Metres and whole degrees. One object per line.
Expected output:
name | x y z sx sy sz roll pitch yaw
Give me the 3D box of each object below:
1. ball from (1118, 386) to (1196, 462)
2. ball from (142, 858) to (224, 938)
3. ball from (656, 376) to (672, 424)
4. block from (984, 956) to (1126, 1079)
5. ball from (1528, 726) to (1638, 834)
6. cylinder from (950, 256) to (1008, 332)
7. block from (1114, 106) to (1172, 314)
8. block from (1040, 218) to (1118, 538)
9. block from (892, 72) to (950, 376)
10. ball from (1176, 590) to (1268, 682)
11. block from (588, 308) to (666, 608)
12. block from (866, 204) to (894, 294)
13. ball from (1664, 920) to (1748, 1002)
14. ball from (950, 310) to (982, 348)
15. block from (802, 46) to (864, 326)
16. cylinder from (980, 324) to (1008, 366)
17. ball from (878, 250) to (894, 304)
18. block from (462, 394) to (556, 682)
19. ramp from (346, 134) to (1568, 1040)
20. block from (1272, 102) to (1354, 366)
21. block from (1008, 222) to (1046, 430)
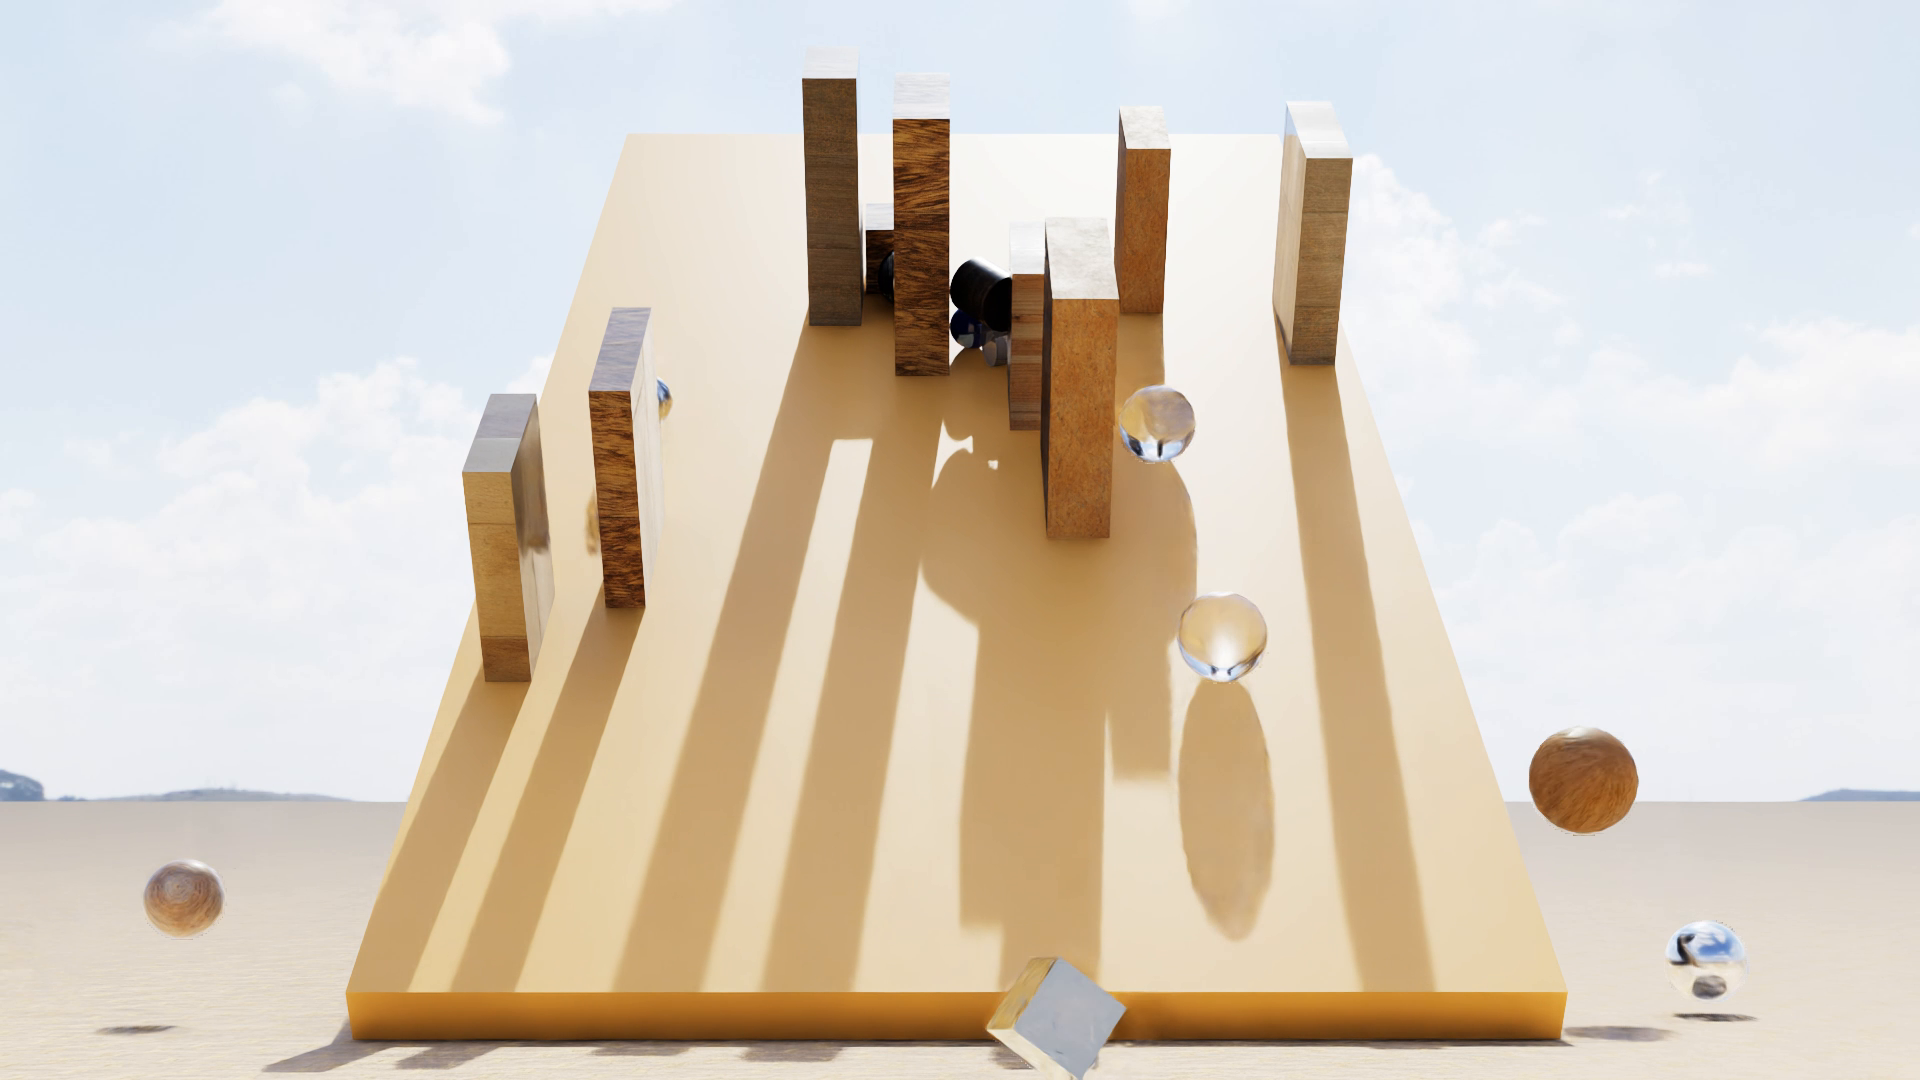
ball | 0.453 -0.267 5.528 0.177 0.177 0.177 0 -6 0
ball | -1.404 0.647 4.365 0.141 0.141 0.141 0 -6 0
ball | -0.741 -0.326 5.670 0.131 0.131 0.131 0 -6 0
block | 0.118 0.595 3.003 0.107 0.107 0.107 38 -20 -7
ball | 1.166 0.448 4.515 0.200 0.200 0.200 0 -6 0
cylinder | 0.075 -0.603 5.918 0.144 0.144 0.144 5 21 -40
block | 0.473 -0.863 6.292 0.111 0.452 0.314 0 30 0
block | 0.257 -0.360 5.296 0.136 0.567 0.441 0 30 0
block | -0.092 -0.773 5.919 0.134 0.664 0.326 0 30 0
ball | 0.515 0.189 4.732 0.178 0.178 0.178 0 -6 0
block | -0.691 -0.175 5.035 0.083 0.500 0.398 0 30 0
block | -0.158 -0.774 6.405 0.182 0.182 0.182 0 30 -1
ball | 1.384 0.782 4.480 0.147 0.147 0.147 0 -6 0
ball | 0.030 -0.537 6.061 0.113 0.113 0.113 0 -6 0
block | -0.320 -0.897 6.137 0.133 0.661 0.245 0 30 0
cylinder | 0.124 -0.494 5.986 0.114 0.114 0.114 -10 -3 -17
ball | -0.128 -0.681 6.256 0.169 0.169 0.169 0 -6 0
block | -0.888 -0.007 4.772 0.091 0.468 0.331 0 30 0
ramp | -0.013 -0.211 5.707 2.000 0.100 4.000 0 30 0
block | 0.877 -0.770 6.039 0.112 0.545 0.396 0 30 0
block | 0.165 -0.510 5.725 0.095 0.401 0.312 0 30 0
